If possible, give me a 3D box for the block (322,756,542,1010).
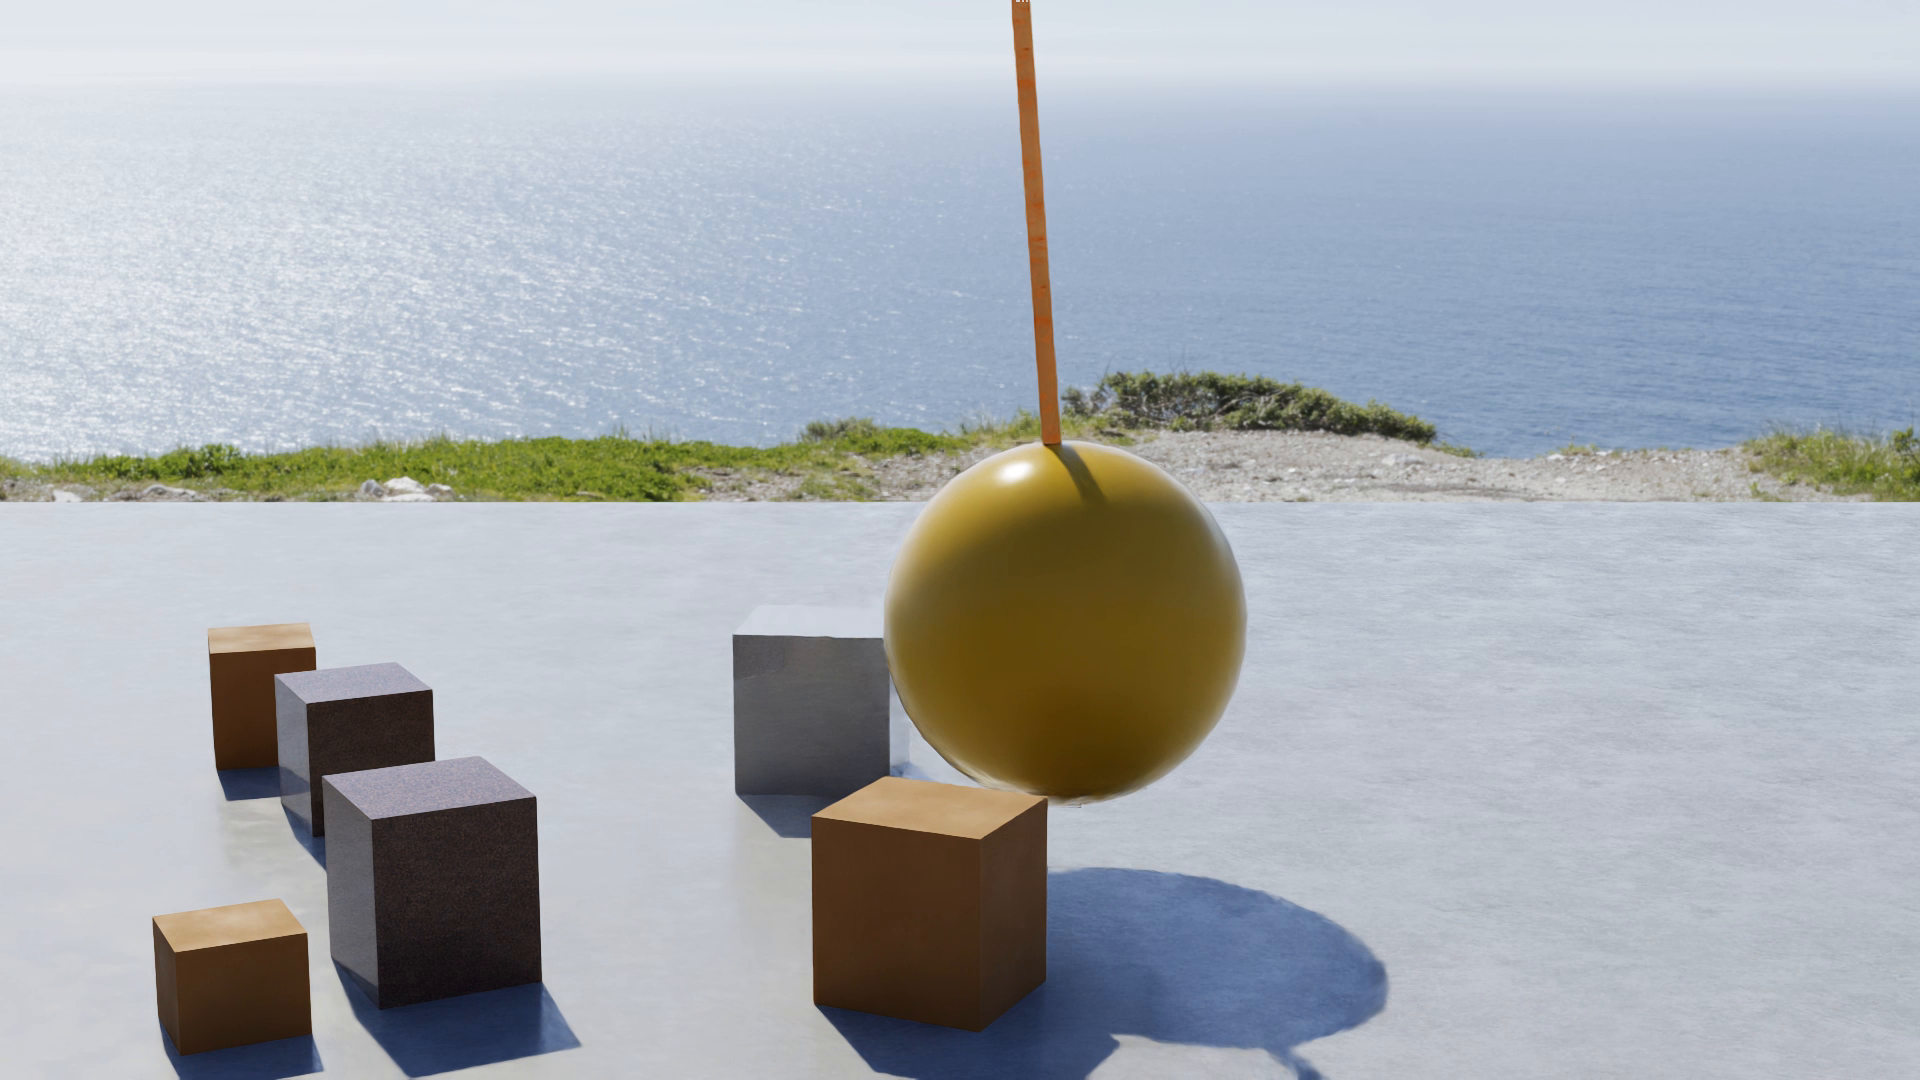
[{"bbox_3d":[-2.088,1.334,10.130,0.649,0.750,0.691,-6,12,-28],"label":"block"}]

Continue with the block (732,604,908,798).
[{"bbox_3d":[-0.688,0.801,12.908,0.772,0.805,0.714,1,10,6],"label":"block"}]

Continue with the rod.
[{"bbox_3d":[0.199,-2.973,10.640,0.080,5.200,0.080,-4,10,1],"label":"rod"}]

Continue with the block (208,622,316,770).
[{"bbox_3d":[-3.640,0.809,13.408,0.519,0.612,0.626,-3,11,-17],"label":"block"}]

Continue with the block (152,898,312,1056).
[{"bbox_3d":[-2.713,1.620,9.556,0.475,0.393,0.450,-5,12,-27],"label":"block"}]

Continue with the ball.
[{"bbox_3d":[0.458,0.363,11.246,1.600,1.600,1.600,0,10,0],"label":"ball"}]

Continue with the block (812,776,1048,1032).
[{"bbox_3d":[-0.112,1.384,9.872,0.703,0.745,0.619,5,11,25],"label":"block"}]

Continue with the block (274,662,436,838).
[{"bbox_3d":[-2.901,0.993,12.309,0.594,0.642,0.651,-5,12,-27],"label":"block"}]
